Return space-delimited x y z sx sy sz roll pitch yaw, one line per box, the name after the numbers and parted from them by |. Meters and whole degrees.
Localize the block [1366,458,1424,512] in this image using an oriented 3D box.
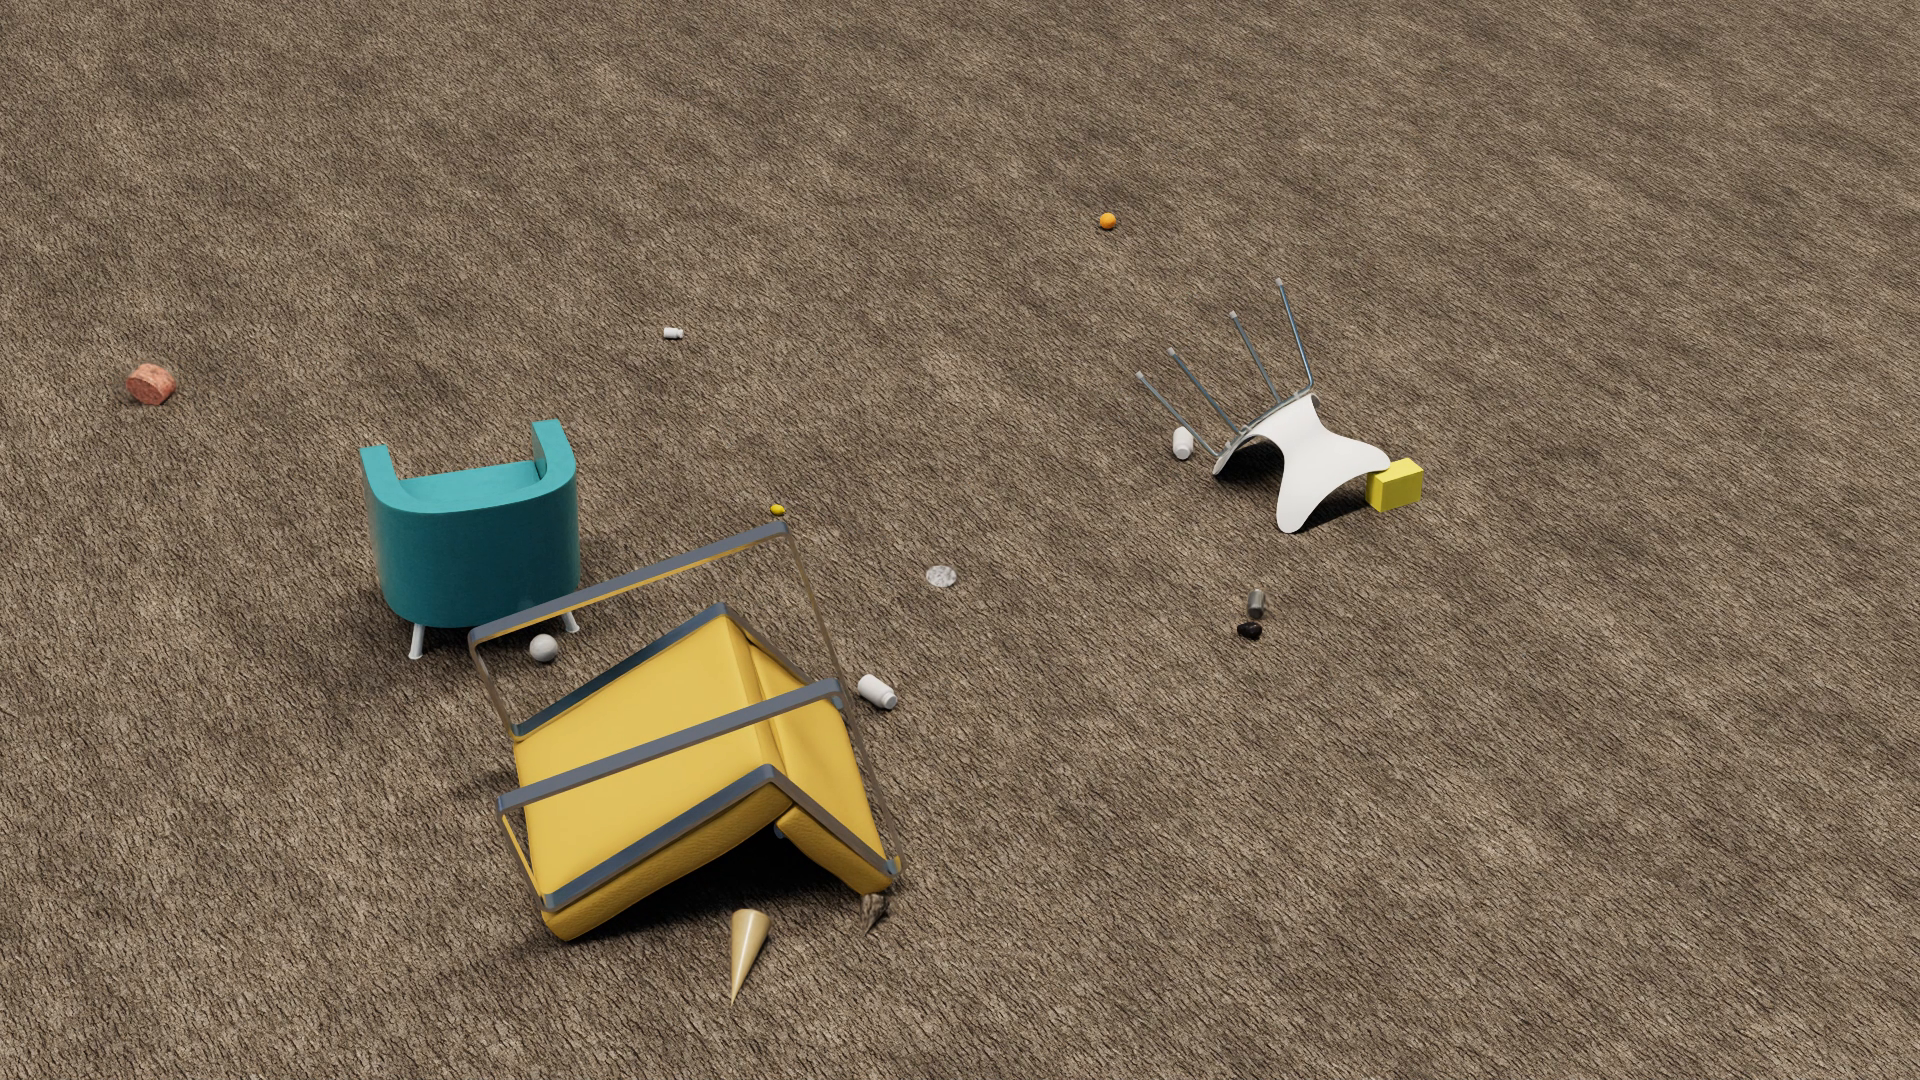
1.649 -0.208 11.137 0.186 0.135 0.101 -16 37 -23 | block

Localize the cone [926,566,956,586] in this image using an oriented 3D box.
-0.065 0.133 10.713 0.111 0.078 0.054 3 -2 9 | cone

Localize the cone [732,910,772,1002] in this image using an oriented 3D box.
-0.666 1.290 8.932 0.128 0.122 0.325 10 45 1 | cone

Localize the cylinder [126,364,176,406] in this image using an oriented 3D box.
-3.253 -0.626 11.786 0.167 0.104 0.117 30 36 -4 | cylinder

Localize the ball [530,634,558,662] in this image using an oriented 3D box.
-1.460 0.378 10.280 0.099 0.099 0.099 0 33 0 | ball

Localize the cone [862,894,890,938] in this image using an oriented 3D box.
-0.281 1.181 9.119 0.092 0.074 0.142 -1 46 24 | cone
